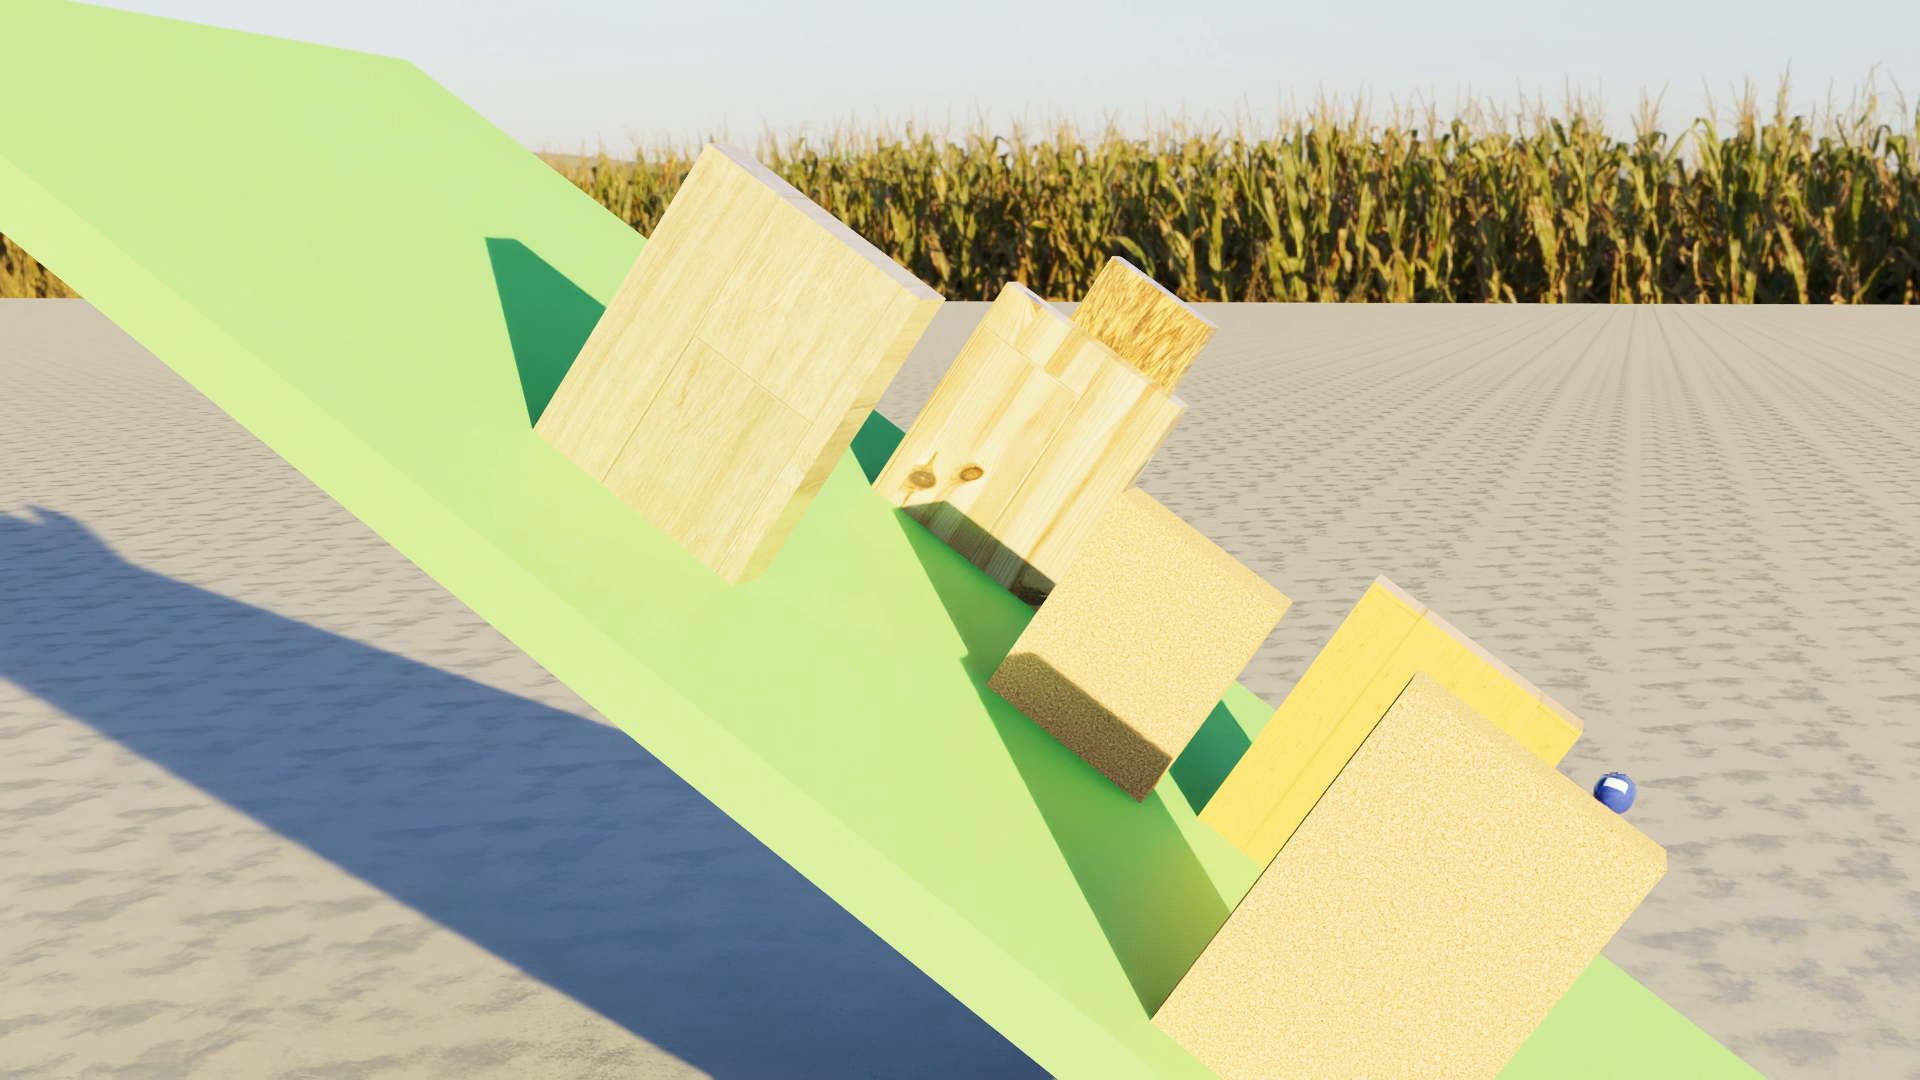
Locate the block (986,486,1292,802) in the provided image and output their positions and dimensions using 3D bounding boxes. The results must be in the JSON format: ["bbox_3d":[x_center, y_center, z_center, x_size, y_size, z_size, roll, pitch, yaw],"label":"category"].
[{"bbox_3d":[0.317,0.184,3.904,0.344,0.426,0.134,37,16,10],"label":"block"}]

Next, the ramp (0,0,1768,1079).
[{"bbox_3d":[-0.097,0.171,4.085,4.000,0.100,2.000,37,16,10],"label":"ramp"}]

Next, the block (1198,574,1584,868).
[{"bbox_3d":[0.762,0.411,3.919,0.435,0.541,0.097,37,16,10],"label":"block"}]

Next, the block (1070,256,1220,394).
[{"bbox_3d":[0.258,-0.266,4.721,0.260,0.646,0.082,37,16,10],"label":"block"}]

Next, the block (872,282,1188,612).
[{"bbox_3d":[0.139,-0.191,4.499,0.435,0.514,0.085,37,16,10],"label":"block"}]

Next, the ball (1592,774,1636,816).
[{"bbox_3d":[2.242,0.874,7.540,0.140,0.140,0.140,0,7,0],"label":"ball"}]

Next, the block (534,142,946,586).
[{"bbox_3d":[-0.370,-0.289,3.636,0.438,0.572,0.132,37,16,10],"label":"block"}]

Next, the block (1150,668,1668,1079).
[{"bbox_3d":[0.613,0.551,3.045,0.408,0.617,0.106,37,16,10],"label":"block"}]
